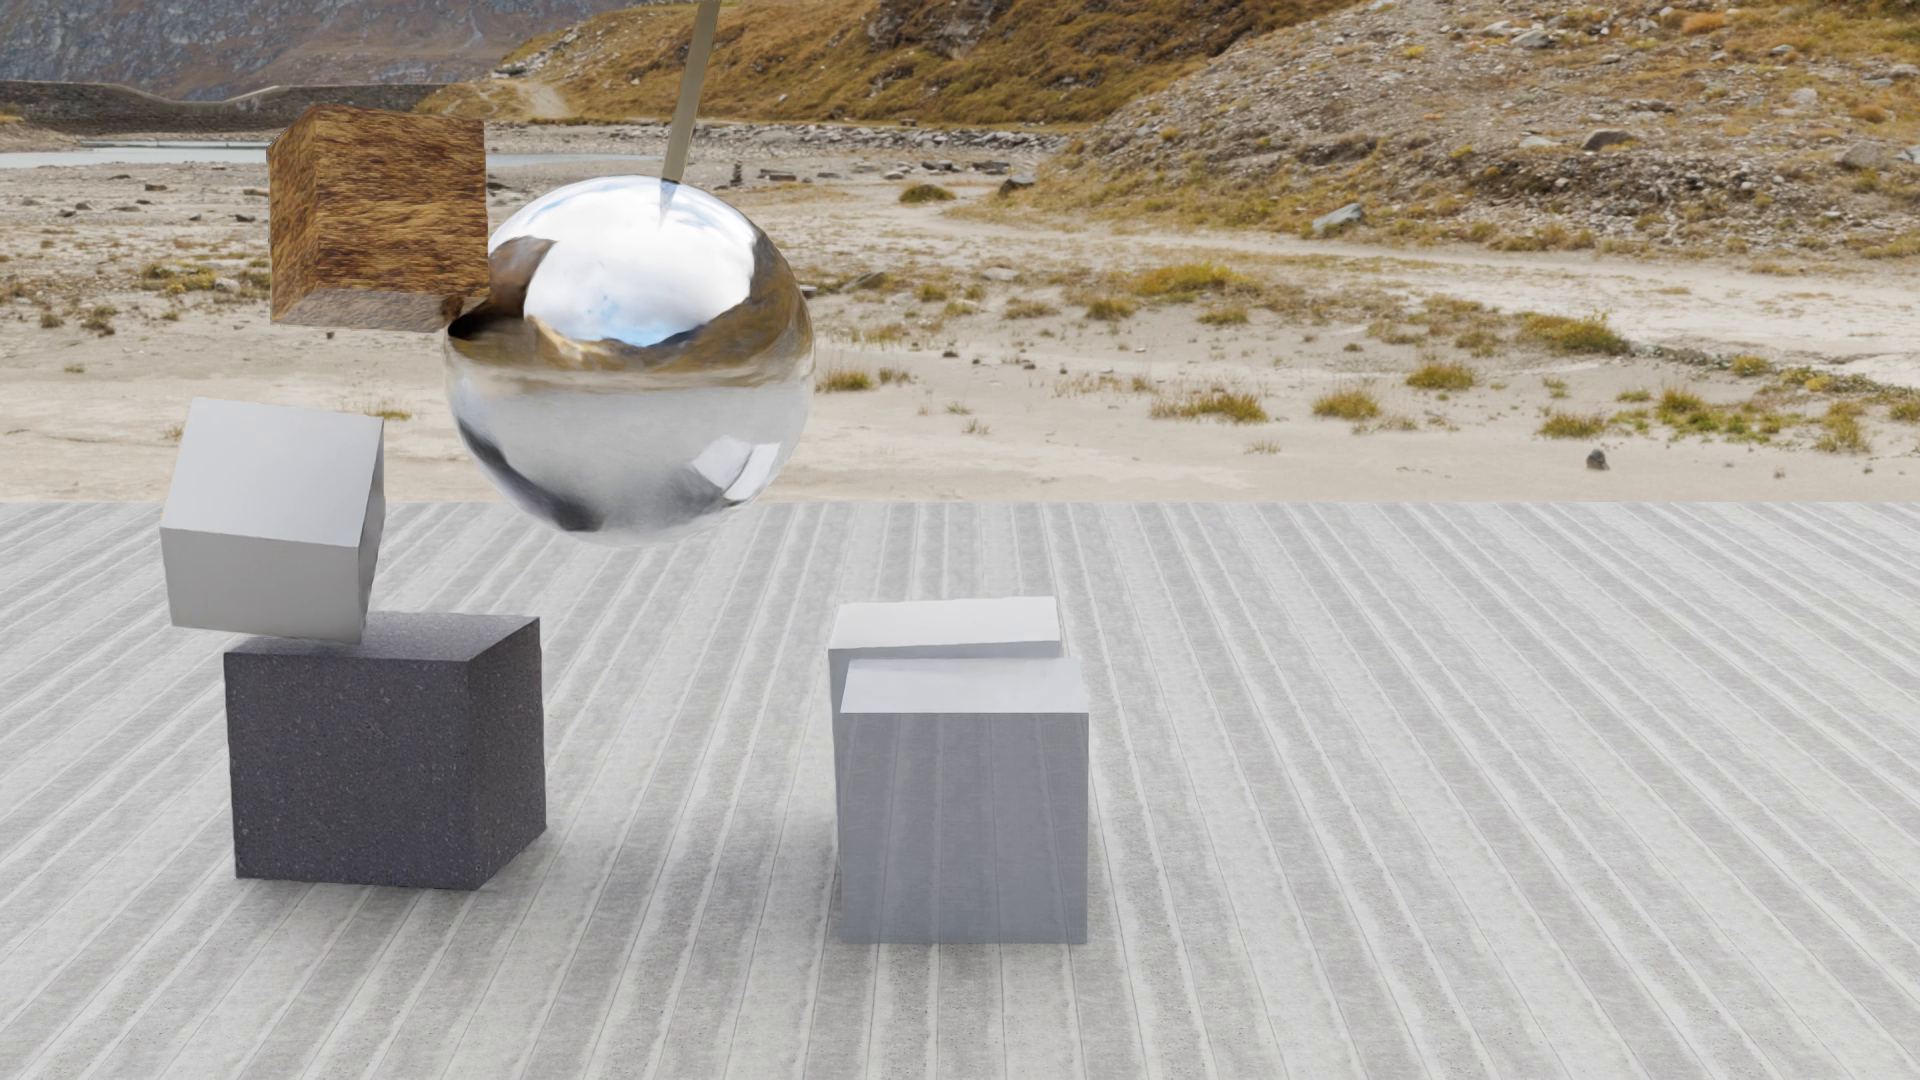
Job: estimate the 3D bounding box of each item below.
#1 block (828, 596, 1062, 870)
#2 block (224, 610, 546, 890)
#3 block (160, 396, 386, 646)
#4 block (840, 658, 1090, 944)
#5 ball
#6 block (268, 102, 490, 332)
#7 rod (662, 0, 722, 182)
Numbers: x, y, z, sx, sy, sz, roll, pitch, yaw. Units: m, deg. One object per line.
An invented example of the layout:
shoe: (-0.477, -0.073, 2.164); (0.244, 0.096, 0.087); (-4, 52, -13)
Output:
block: (-0.043, 0.870, 11.833); (1.022, 1.013, 0.966); (-2, 10, 1)
block: (-2.574, 0.924, 11.614); (1.113, 1.022, 0.942); (2, 10, 10)
block: (-2.962, -0.079, 11.143); (0.808, 0.701, 0.720); (6, 51, -7)
block: (0.019, 1.085, 10.880); (1.001, 0.971, 0.969); (0, 10, 0)
ball: (-1.415, -0.767, 11.041); (1.600, 1.600, 1.600); (0, 10, 0)
block: (-2.369, -1.292, 10.435); (0.690, 0.735, 0.669); (1, -9, -30)
rod: (-0.613, -4.018, 10.450); (0.080, 5.200, 0.080); (13, 10, -2)
